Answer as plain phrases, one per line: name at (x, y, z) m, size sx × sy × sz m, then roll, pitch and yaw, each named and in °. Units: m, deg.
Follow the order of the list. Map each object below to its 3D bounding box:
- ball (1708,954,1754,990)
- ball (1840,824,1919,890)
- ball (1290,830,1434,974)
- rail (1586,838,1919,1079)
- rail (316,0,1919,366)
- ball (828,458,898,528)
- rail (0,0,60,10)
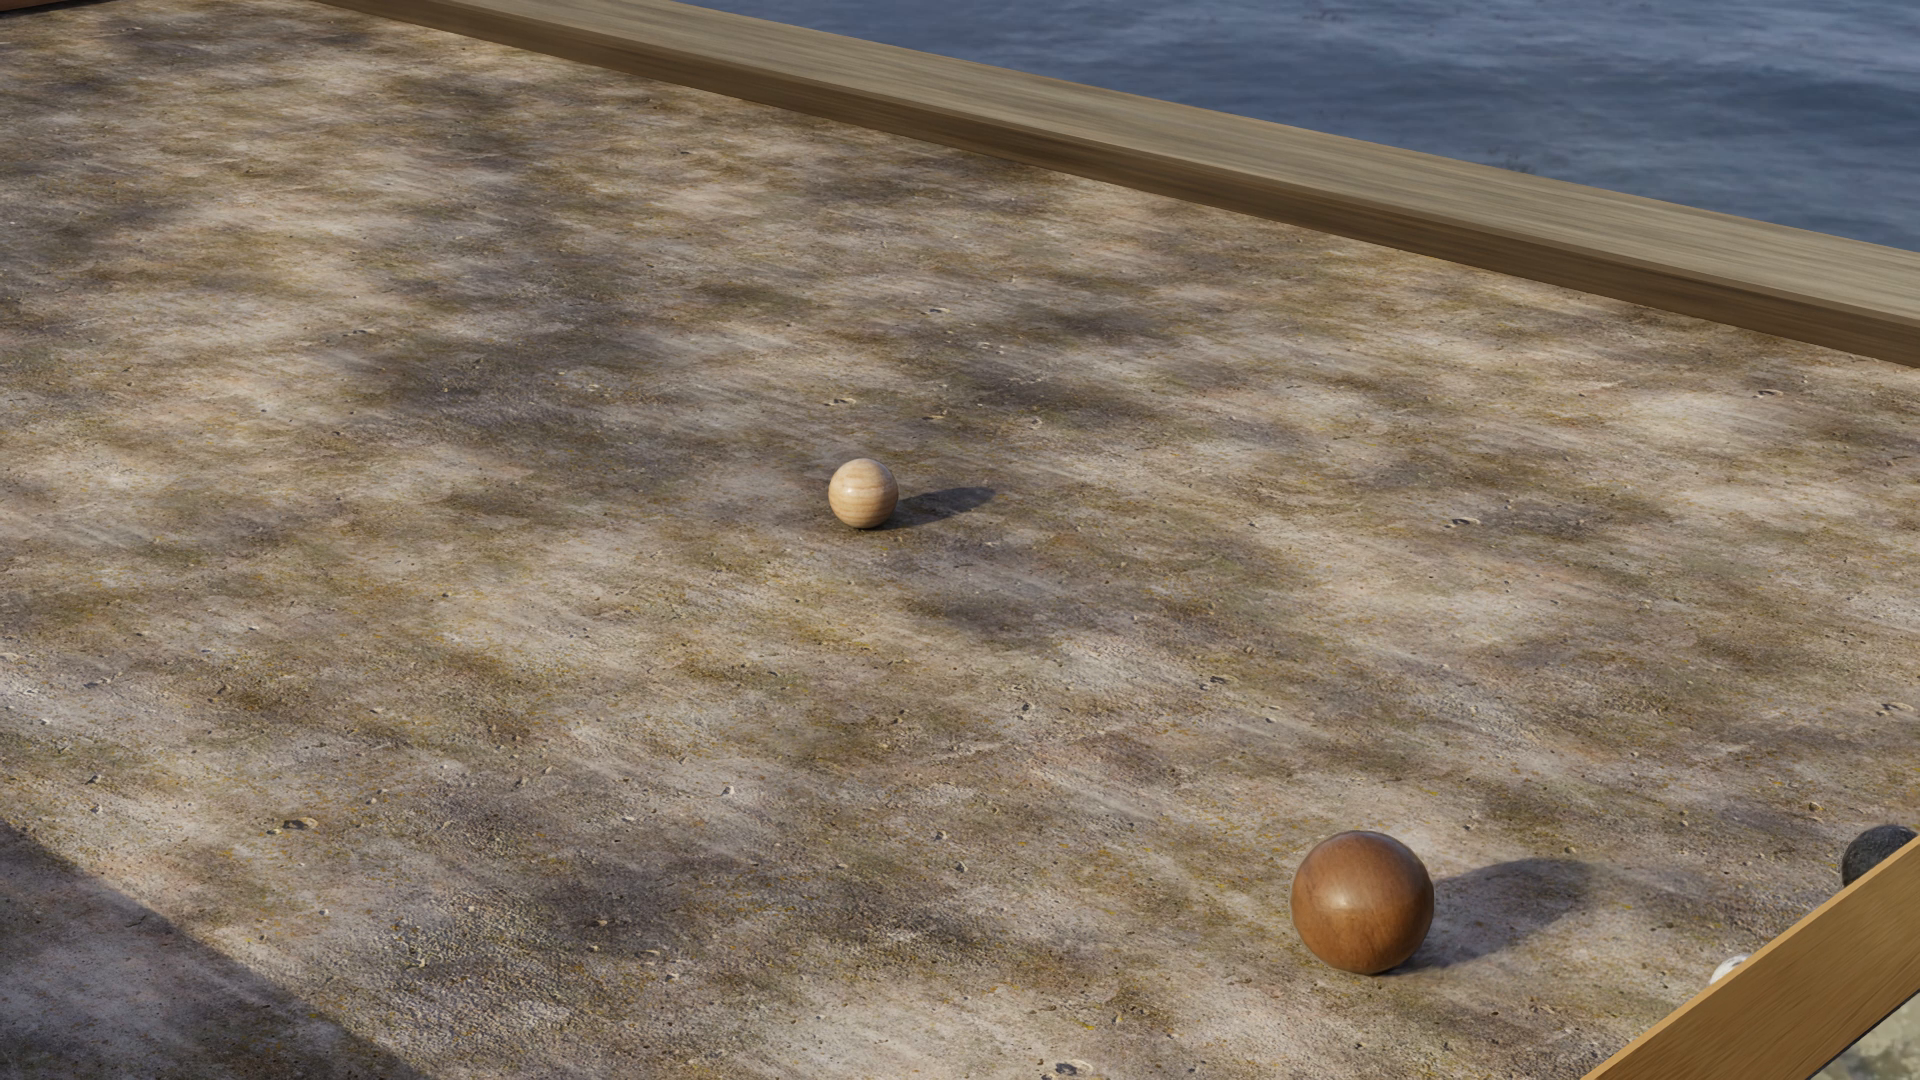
ball at (0.503, 0.290, 1.879) m, size 0.049 × 0.049 × 0.049 m, roll 0°, pitch 22°, yaw 0°
ball at (0.637, 0.227, 2.015) m, size 0.065 × 0.065 × 0.065 m, roll 0°, pitch 22°, yaw 0°
ball at (0.266, 0.239, 1.944) m, size 0.095 × 0.095 × 0.095 m, roll 0°, pitch 22°, yaw 0°
rail at (0.682, 0.205, 1.990) m, size 0.045 × 0.123 × 2.250 m, roll 19°, pitch 28°, yaw 40°
rail at (0.055, -0.566, 3.945) m, size 3.842 × 0.123 × 0.045 m, roll 19°, pitch 28°, yaw 40°
ball at (-0.089, -0.043, 2.700) m, size 0.065 × 0.065 × 0.065 m, roll 0°, pitch 22°, yaw 0°
rail at (-2.081, -0.749, 4.409) m, size 0.045 × 0.123 × 2.250 m, roll 19°, pitch 28°, yaw 40°
